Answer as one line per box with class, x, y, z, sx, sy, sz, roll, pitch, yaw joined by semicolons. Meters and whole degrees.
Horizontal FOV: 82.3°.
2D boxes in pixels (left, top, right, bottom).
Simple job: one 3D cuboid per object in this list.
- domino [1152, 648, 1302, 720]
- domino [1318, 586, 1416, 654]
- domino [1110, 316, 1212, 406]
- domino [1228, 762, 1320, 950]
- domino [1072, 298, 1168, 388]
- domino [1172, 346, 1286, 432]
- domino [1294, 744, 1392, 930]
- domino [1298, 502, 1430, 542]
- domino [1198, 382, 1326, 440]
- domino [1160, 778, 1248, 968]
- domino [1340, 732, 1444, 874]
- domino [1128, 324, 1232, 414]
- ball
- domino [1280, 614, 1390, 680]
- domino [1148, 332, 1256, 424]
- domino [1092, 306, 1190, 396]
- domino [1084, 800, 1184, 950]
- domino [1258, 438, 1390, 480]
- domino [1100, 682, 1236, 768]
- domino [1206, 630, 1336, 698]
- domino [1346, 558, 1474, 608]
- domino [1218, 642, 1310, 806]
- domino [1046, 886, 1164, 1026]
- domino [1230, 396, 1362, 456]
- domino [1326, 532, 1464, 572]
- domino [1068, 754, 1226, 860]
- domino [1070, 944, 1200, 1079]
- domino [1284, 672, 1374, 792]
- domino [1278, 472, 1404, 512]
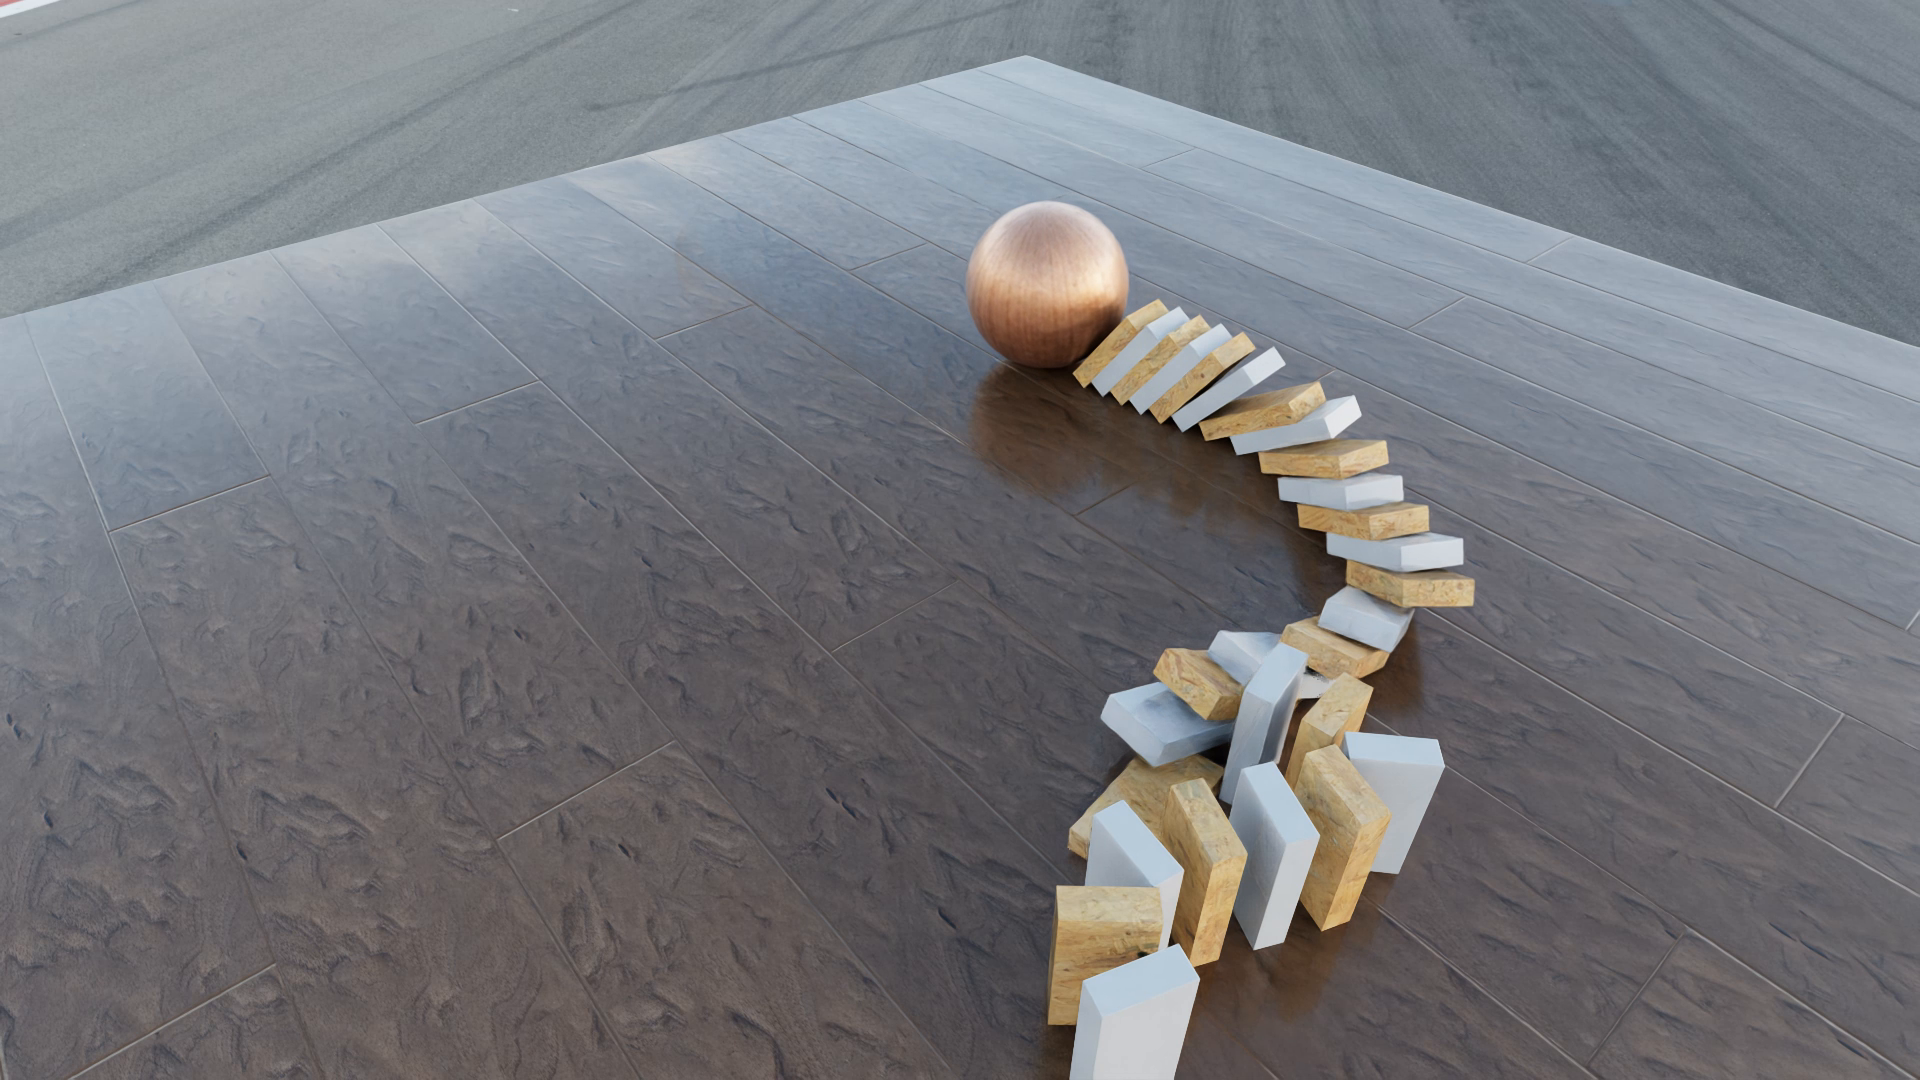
domino;0.090;0.048;0.365;0.050;0.010;0.025;6;27;-43
domino;0.145;0.027;0.391;0.025;0.010;0.050;22;13;24
domino;0.094;-0.084;0.517;0.025;0.050;0.009;-33;84;-34
domino;0.084;0.088;0.304;0.009;0.050;0.025;-10;40;-12
domino;0.077;-0.094;0.529;0.025;0.050;0.010;-33;84;-34
domino;0.121;-0.068;0.498;0.025;0.050;0.009;-33;89;-34
domino;0.103;0.084;0.309;0.010;0.050;0.025;-13;41;-16
domino;0.158;-0.009;0.435;0.025;0.009;0.050;-10;9;-13
domino;0.135;-0.057;0.492;0.025;0.010;0.050;-33;15;-34
domino;0.064;0.091;0.300;0.010;0.050;0.025;-11;41;-13
domino;0.119;0.077;0.318;0.025;0.050;0.009;4;40;5
domino;0.102;-0.079;0.510;0.025;0.050;0.010;-33;84;-34
ball;0.043;-0.125;0.540;0.080;0.080;0.080;0;39;0
domino;0.130;0.037;0.380;0.025;0.010;0.050;29;17;30
domino;0.110;-0.074;0.504;0.025;0.050;0.009;-33;84;-34
domino;0.086;-0.089;0.523;0.025;0.050;0.009;-33;84;-34
domino;0.045;0.096;0.295;0.009;0.050;0.025;-21;44;-23
domino;0.154;-0.035;0.468;0.025;0.009;0.050;-18;13;-21
domino;0.073;0.057;0.360;0.050;0.009;0.025;-7;35;-40
domino;0.109;0.042;0.373;0.050;0.010;0.025;6;26;-42
domino;0.164;0.015;0.405;0.025;0.010;0.050;-1;7;-2
domino;0.094;0.058;0.340;0.009;0.050;0.025;25;46;27
domino;0.036;0.107;0.281;0.025;0.050;0.009;1;39;1
domino;0.147;-0.050;0.484;0.025;0.009;0.050;-33;15;-34
domino;0.165;0.002;0.420;0.025;0.009;0.050;-7;9;-11
domino;0.059;0.083;0.342;0.025;0.010;0.050;28;47;30
domino;0.041;0.119;0.266;0.025;0.050;0.009;-14;41;-17
domino;0.108;0.066;0.331;0.010;0.050;0.025;30;48;31
domino;0.155;-0.021;0.450;0.025;0.009;0.050;-10;9;-13
